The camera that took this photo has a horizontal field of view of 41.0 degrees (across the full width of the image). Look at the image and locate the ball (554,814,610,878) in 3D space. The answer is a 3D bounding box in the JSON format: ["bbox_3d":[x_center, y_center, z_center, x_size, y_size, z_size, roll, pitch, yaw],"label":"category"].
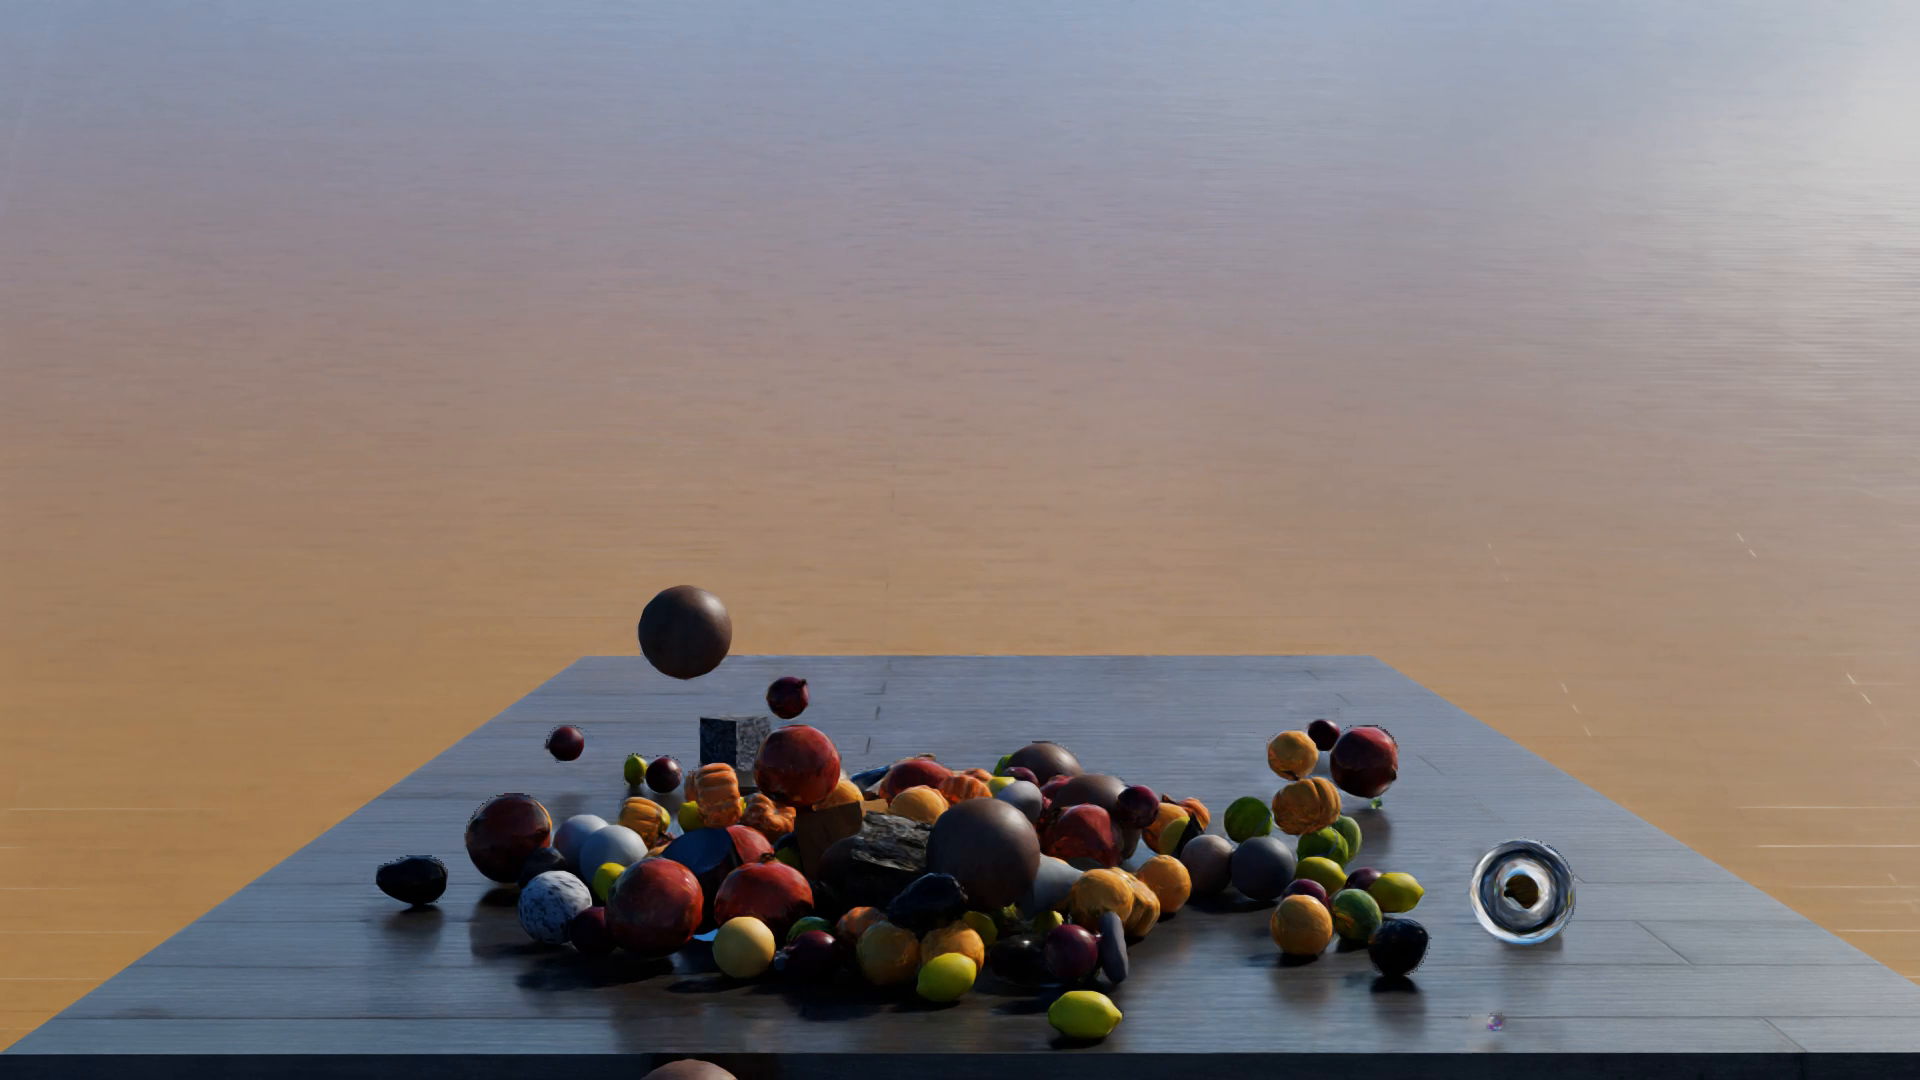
[{"bbox_3d":[-0.507,0.413,3.473,0.085,0.085,0.085,0,21,0],"label":"ball"}]

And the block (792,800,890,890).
[{"bbox_3d":[-0.148,0.397,3.364,0.096,0.096,0.096,-15,-9,18],"label":"block"}]

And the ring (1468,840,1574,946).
[{"bbox_3d":[0.633,0.397,2.900,0.118,0.118,0.039,9,-5,22],"label":"ring"}]

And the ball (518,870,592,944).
[{"bbox_3d":[-0.479,0.435,3.042,0.088,0.088,0.088,0,21,0],"label":"ball"}]

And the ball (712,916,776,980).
[{"bbox_3d":[-0.240,0.454,2.859,0.070,0.070,0.070,0,21,0],"label":"ball"}]

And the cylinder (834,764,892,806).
[{"bbox_3d":[-0.134,0.384,3.805,0.085,0.085,0.085,-17,23,-1],"label":"cylinder"}]

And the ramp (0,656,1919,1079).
[{"bbox_3d":[0.050,0.449,4.532,2.000,0.100,4.000,0,3,0],"label":"ramp"}]

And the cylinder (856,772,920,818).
[{"bbox_3d":[-0.103,0.377,3.686,0.068,0.068,0.068,15,29,34],"label":"cylinder"}]

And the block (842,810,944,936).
[{"bbox_3d":[-0.078,0.386,2.983,0.092,0.092,0.092,12,33,5],"label":"block"}]

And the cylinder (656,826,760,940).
[{"bbox_3d":[-0.301,0.411,3.075,0.096,0.096,0.096,-16,29,9],"label":"cylinder"}]

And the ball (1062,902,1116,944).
[{"bbox_3d":[0.151,0.449,2.943,0.070,0.070,0.070,0,21,0],"label":"ball"}]

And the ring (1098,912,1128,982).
[{"bbox_3d":[0.169,0.448,2.828,0.026,0.078,0.078,-9,21,4],"label":"ring"}]

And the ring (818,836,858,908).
[{"bbox_3d":[-0.109,0.417,3.184,0.137,0.137,0.046,3,45,8],"label":"ring"}]

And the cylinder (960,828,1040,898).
[{"bbox_3d":[0.050,0.399,3.175,0.082,0.082,0.082,7,-2,17],"label":"cylinder"}]

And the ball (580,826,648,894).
[{"bbox_3d":[-0.451,0.417,3.353,0.090,0.090,0.090,0,21,0],"label":"ball"}]

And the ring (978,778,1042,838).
[{"bbox_3d":[0.066,0.369,3.412,0.037,0.112,0.112,16,27,38],"label":"ring"}]

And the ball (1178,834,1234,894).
[{"bbox_3d":[0.324,0.423,3.354,0.078,0.078,0.078,0,21,0],"label":"ball"}]

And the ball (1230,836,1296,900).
[{"bbox_3d":[0.390,0.422,3.307,0.083,0.083,0.083,0,21,0],"label":"ball"}]

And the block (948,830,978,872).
[{"bbox_3d":[0.025,0.423,3.472,0.054,0.054,0.054,2,-9,35],"label":"block"}]

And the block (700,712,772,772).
[{"bbox_3d":[-0.395,0.356,4.527,0.088,0.088,0.088,2,4,38],"label":"block"}]

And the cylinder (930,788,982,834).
[{"bbox_3d":[-0.006,0.399,3.784,0.069,0.069,0.069,-3,-6,-8],"label":"cylinder"}]

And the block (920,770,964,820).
[{"bbox_3d":[-0.028,0.395,3.986,0.067,0.067,0.067,0,3,1],"label":"block"}]

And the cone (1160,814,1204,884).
[{"bbox_3d":[0.315,0.411,3.463,0.090,0.090,0.090,0,3,0],"label":"cone"}]

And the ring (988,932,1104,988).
[{"bbox_3d":[0.097,0.467,2.860,0.131,0.044,0.131,-1,3,0],"label":"ring"}]

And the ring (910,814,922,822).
[{"bbox_3d":[-0.098,0.422,3.858,0.080,0.027,0.080,0,4,0],"label":"ring"}]
